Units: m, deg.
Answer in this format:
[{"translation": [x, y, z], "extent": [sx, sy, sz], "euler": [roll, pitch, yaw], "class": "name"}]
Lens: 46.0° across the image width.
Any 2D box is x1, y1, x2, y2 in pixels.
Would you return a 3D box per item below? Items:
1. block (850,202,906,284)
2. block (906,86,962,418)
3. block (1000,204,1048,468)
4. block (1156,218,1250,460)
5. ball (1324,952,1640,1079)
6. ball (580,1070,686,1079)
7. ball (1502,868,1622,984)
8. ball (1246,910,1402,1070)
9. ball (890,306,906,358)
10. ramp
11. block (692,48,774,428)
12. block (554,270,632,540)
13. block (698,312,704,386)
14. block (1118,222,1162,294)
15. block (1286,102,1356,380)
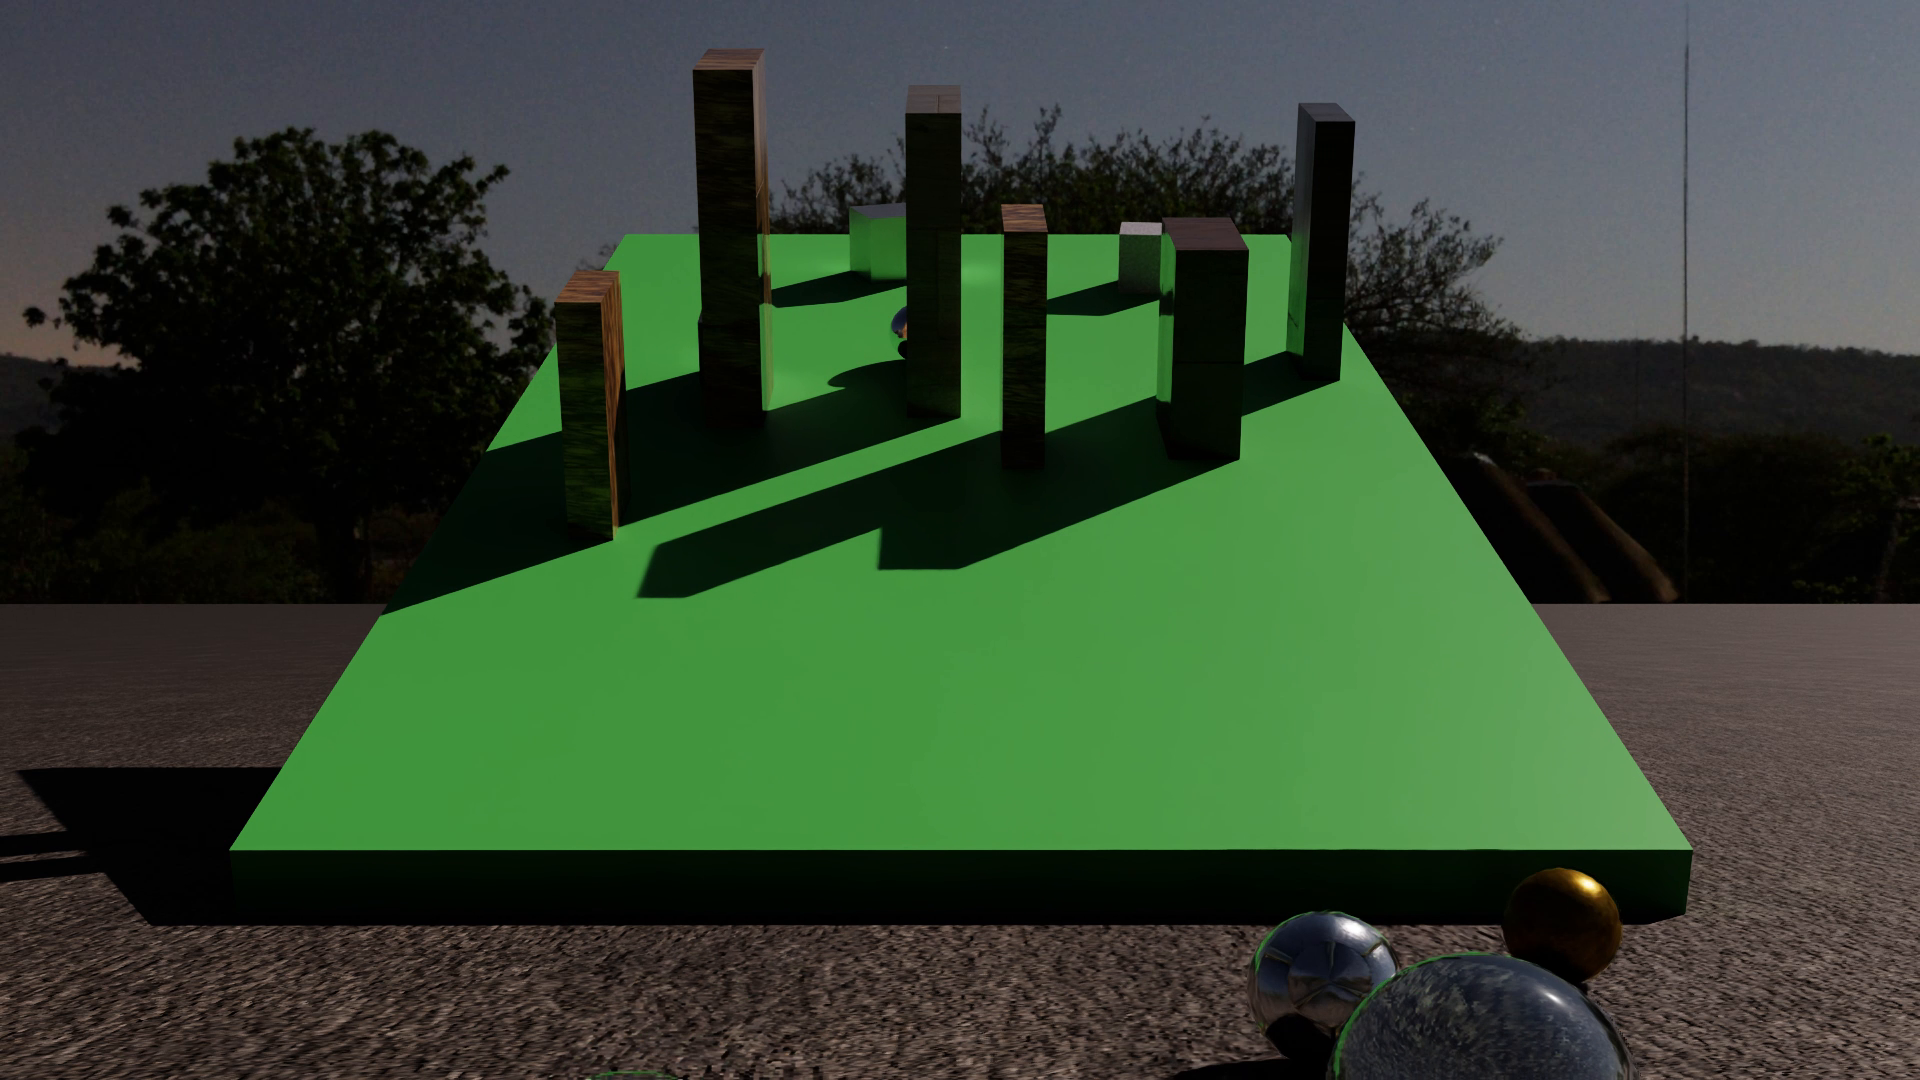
[{"translation": [-0.192, -0.830, 6.316], "extent": [0.182, 0.182, 0.182], "euler": [-7, 21, -20], "class": "block"}, {"translation": [-0.058, -0.658, 5.108], "extent": [0.119, 0.673, 0.405], "euler": [0, 20, 0], "class": "block"}, {"translation": [0.131, -0.428, 4.727], "extent": [0.087, 0.498, 0.274], "euler": [0, 20, 0], "class": "block"}, {"translation": [0.512, -0.434, 4.824], "extent": [0.148, 0.446, 0.326], "euler": [0, 20, 0], "class": "block"}, {"translation": [0.340, 0.373, 1.474], "extent": [0.206, 0.206, 0.206], "euler": [0, -1, 0], "class": "ball"}, {"translation": [-0.182, 0.381, 1.238], "extent": [0.177, 0.177, 0.177], "euler": [0, -1, 0], "class": "ball"}, {"translation": [0.682, 0.438, 2.566], "extent": [0.131, 0.131, 0.131], "euler": [0, -1, 0], "class": "ball"}, {"translation": [0.341, 0.419, 2.108], "extent": [0.146, 0.146, 0.146], "euler": [0, -1, 0], "class": "ball"}, {"translation": [-0.100, -0.500, 5.455], "extent": [0.142, 0.142, 0.142], "euler": [0, -1, 0], "class": "ball"}, {"translation": [-0.005, -0.204, 4.990], "extent": [2.000, 0.100, 4.000], "euler": [0, 20, 0], "class": "ramp"}, {"translation": [-0.494, -0.666, 4.979], "extent": [0.124, 0.775, 0.327], "euler": [0, 20, 0], "class": "block"}, {"translation": [-0.696, -0.259, 4.310], "extent": [0.084, 0.459, 0.255], "euler": [0, 20, 0], "class": "block"}, {"translation": [-0.530, -0.455, 5.311], "extent": [0.153, 0.153, 0.153], "euler": [-1, 20, -2], "class": "block"}, {"translation": [0.518, -0.771, 6.187], "extent": [0.162, 0.162, 0.162], "euler": [2, 20, 6], "class": "block"}, {"translation": [0.849, -0.707, 5.348], "extent": [0.090, 0.607, 0.271], "euler": [0, 20, 0], "class": "block"}]
